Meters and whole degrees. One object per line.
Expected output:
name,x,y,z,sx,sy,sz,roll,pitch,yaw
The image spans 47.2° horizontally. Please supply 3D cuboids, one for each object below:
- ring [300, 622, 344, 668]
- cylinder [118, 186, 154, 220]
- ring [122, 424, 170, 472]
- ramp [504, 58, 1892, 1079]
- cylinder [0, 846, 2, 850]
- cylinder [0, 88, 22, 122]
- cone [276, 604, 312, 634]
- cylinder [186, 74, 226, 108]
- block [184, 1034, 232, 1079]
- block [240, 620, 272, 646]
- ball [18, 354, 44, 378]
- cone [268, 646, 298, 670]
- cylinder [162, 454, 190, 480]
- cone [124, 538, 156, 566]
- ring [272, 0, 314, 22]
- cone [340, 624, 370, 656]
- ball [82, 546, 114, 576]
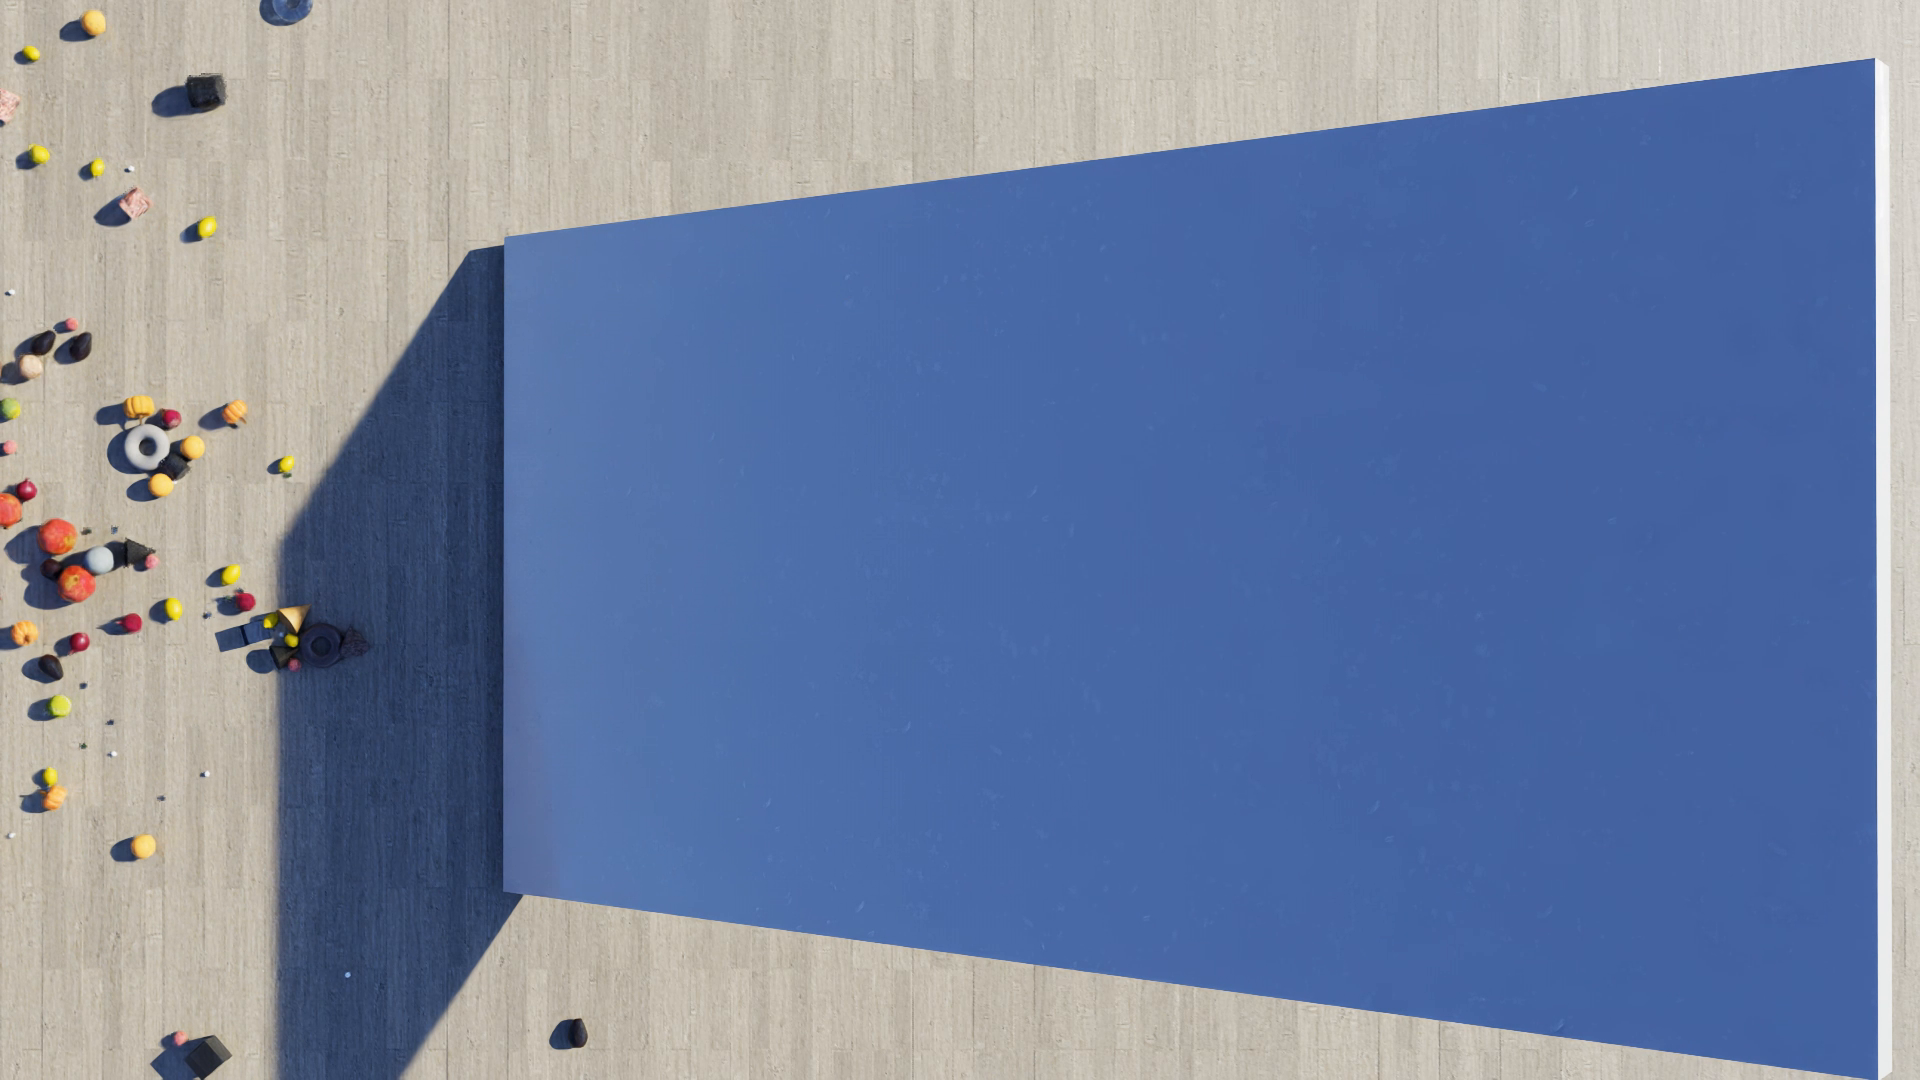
ring,-1.964,0.325,6.771,0.141,0.047,0.141,0,92,-1
cylinder,-2.537,-1.036,6.769,0.072,0.072,0.072,-40,90,0
ring,-2.508,-0.285,6.775,0.146,0.049,0.146,0,91,-1
ramp,0.230,0.065,5.548,4.000,0.100,2.000,0,89,37
cylinder,-2.998,0.950,6.756,0.069,0.069,0.069,36,90,3
cylinder,-2.947,-1.341,6.764,0.085,0.085,0.085,27,90,0
cone,-2.035,0.224,6.774,0.098,0.098,0.098,-41,90,-27
cylinder,-2.317,-1.380,6.761,0.091,0.091,0.091,-6,90,0
block,-2.305,1.587,6.743,0.087,0.087,0.087,-41,90,0
block,-2.167,0.284,6.764,0.063,0.063,0.063,-17,90,0
ball,-2.860,-0.533,6.764,0.074,0.074,0.074,0,90,0
cone,-2.073,0.348,6.776,0.082,0.082,0.082,-24,90,-27
cylinder,-2.411,-0.225,6.769,0.060,0.060,0.060,-43,89,0
cone,-2.522,0.036,6.776,0.093,0.093,0.093,-2,90,-27
ring,-2.059,-1.661,6.789,0.124,0.041,0.124,0,88,-1
cone,-1.872,0.298,6.775,0.092,0.092,0.092,-17,62,0
ball,-2.644,0.063,6.751,0.091,0.091,0.091,0,90,0
